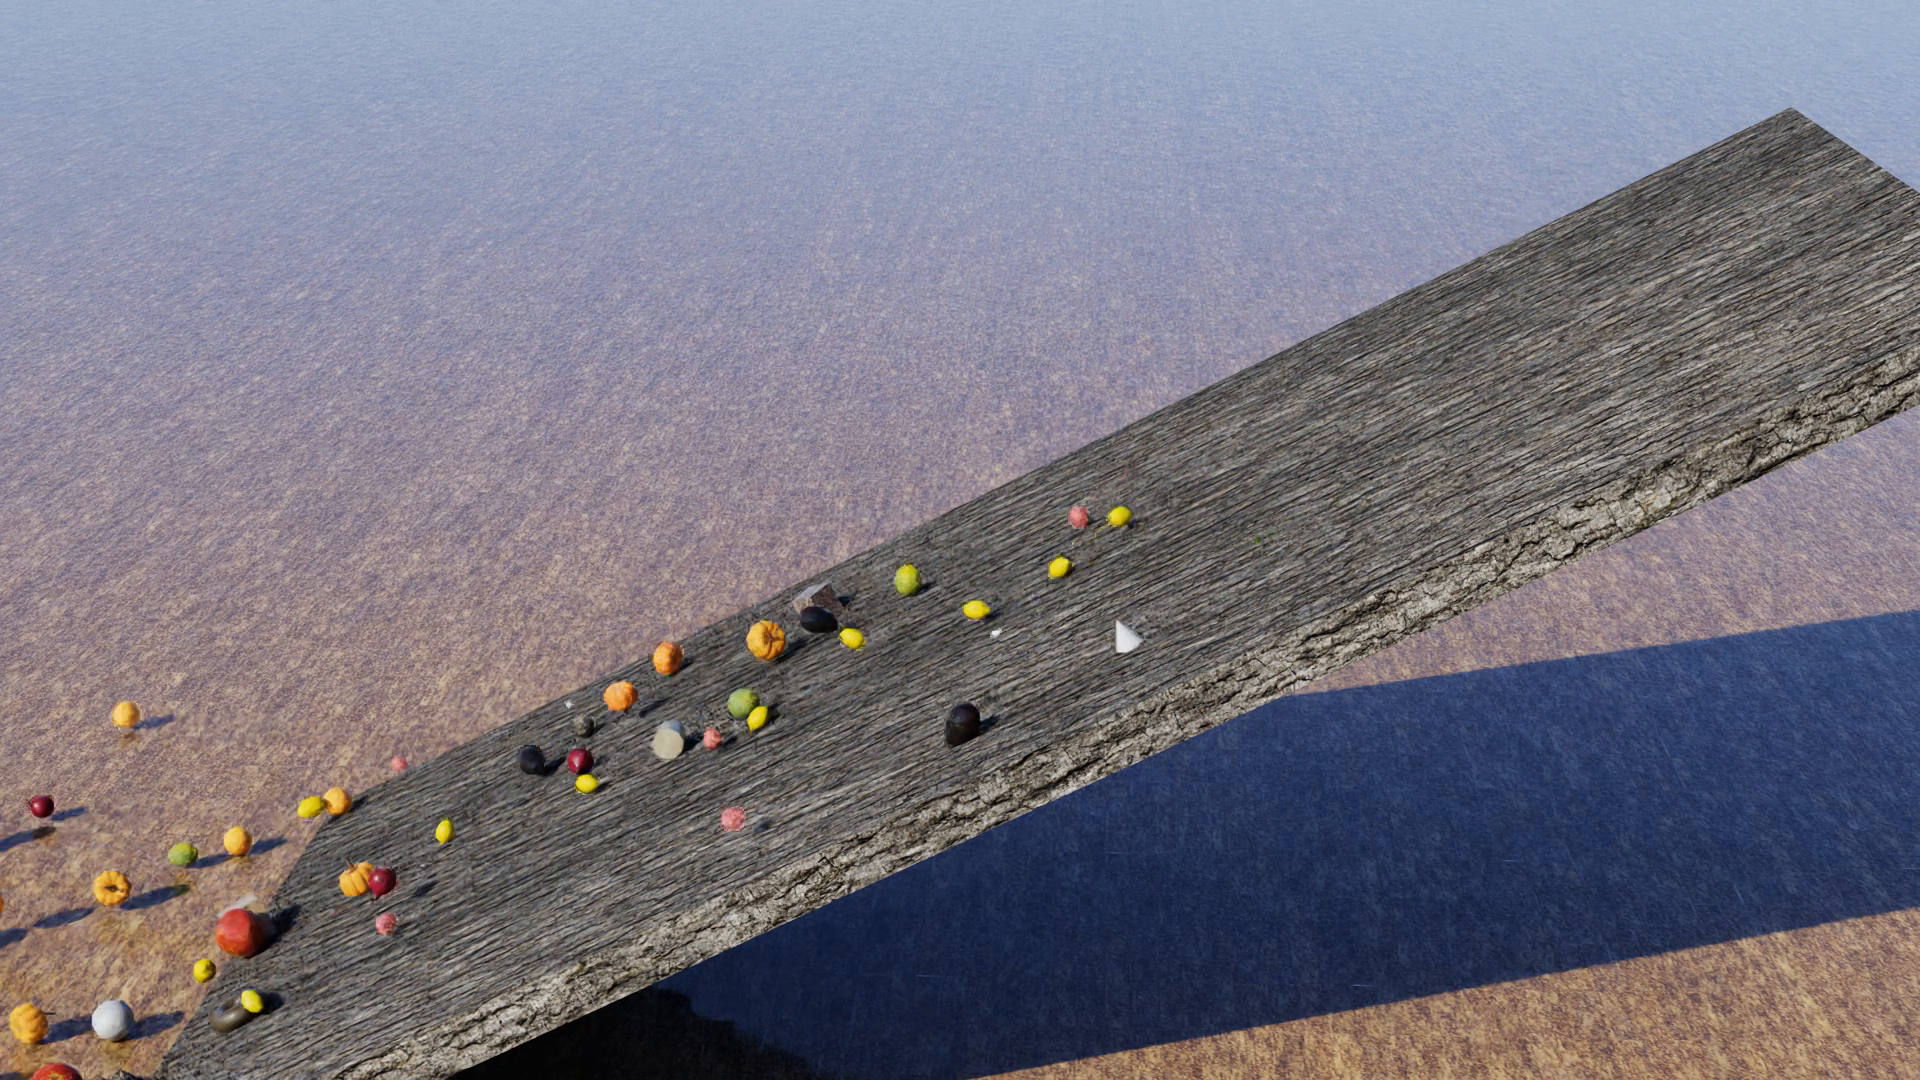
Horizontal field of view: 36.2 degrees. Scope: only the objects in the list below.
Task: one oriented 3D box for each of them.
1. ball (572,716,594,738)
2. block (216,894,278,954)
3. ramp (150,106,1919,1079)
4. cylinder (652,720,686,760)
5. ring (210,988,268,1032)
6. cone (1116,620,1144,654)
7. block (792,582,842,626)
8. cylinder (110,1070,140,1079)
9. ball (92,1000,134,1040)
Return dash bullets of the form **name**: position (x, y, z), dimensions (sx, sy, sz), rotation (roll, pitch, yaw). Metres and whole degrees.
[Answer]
- **ball**: position (-0.891, 0.441, 6.955), dimensions (0.052, 0.052, 0.052), rotation (0, 17, 0)
- **block**: position (-1.629, 0.875, 6.721), dimensions (0.091, 0.091, 0.091), rotation (-33, 15, -20)
- **ramp**: position (0.139, 0.168, 6.281), dimensions (4.000, 0.100, 2.000), rotation (-26, 14, 10)
- **cylinder**: position (-0.635, 0.436, 6.434), dimensions (0.069, 0.069, 0.069), rotation (0, 13, 0)
- **ring**: position (-1.517, 0.989, 6.192), dimensions (0.130, 0.043, 0.130), rotation (-27, 12, 6)
- **cone**: position (0.310, 0.176, 5.585), dimensions (0.057, 0.057, 0.057), rotation (-26, 14, 7)
- **block**: position (-0.334, 0.152, 6.894), dimensions (0.071, 0.071, 0.071), rotation (-13, 20, 48)
- **cylinder**: position (-1.698, 1.114, 5.989), dimensions (0.054, 0.054, 0.054), rotation (36, 0, -27)
- **ball**: position (-1.868, 1.059, 6.487), dimensions (0.090, 0.090, 0.090), rotation (0, 17, 0)
